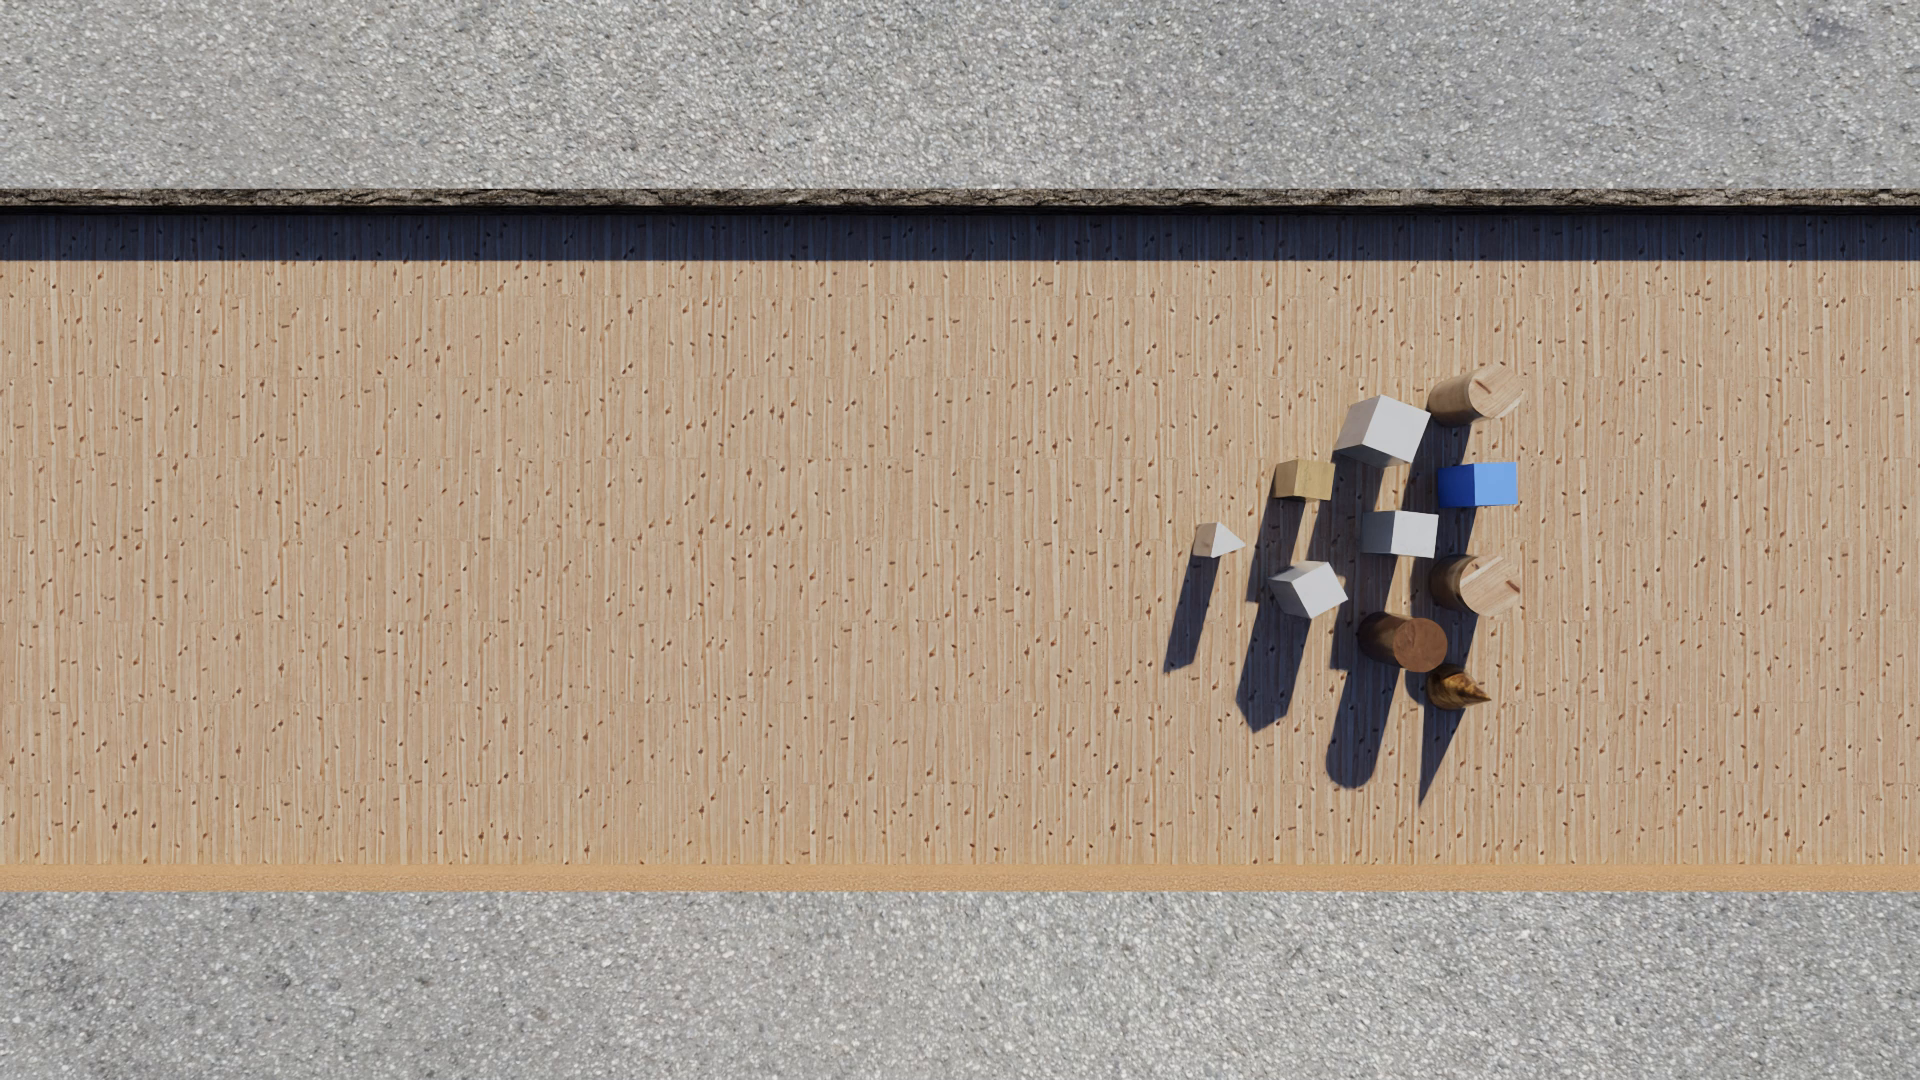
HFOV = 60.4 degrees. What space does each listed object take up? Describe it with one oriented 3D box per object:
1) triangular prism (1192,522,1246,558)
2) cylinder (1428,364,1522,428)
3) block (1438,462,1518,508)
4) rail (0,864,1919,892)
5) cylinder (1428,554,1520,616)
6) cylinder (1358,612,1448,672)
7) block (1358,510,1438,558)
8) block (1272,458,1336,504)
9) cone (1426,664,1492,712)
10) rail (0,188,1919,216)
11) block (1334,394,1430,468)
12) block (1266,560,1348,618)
[{"bbox_3d":[0.750,-0.010,4.885,0.102,0.383,0.089,-19,90,0],"label":"triangular prism"},{"bbox_3d":[1.515,-0.421,4.872,0.152,0.409,0.152,0,90,0],"label":"cylinder"},{"bbox_3d":[1.532,-0.161,4.895,0.121,0.362,0.121,-2,90,0],"label":"block"},{"bbox_3d":[-2.247,1.025,5.001,12.000,0.150,0.050,0,90,0],"label":"rail"},{"bbox_3d":[1.531,0.131,4.919,0.176,0.315,0.176,0,90,0],"label":"cylinder"},{"bbox_3d":[1.300,0.297,4.869,0.156,0.415,0.156,0,90,0],"label":"cylinder"},{"bbox_3d":[1.294,-0.017,4.886,0.123,0.381,0.123,6,90,0],"label":"block"},{"bbox_3d":[1.019,-0.174,4.908,0.106,0.337,0.106,8,90,0],"label":"block"},{"bbox_3d":[1.507,0.453,4.871,0.148,0.411,0.148,0,90,0],"label":"cone"},{"bbox_3d":[-2.247,-1.025,5.002,12.000,0.150,0.050,0,90,0],"label":"rail"},{"bbox_3d":[1.247,-0.318,4.894,0.152,0.366,0.152,21,90,0],"label":"block"},{"bbox_3d":[1.021,0.143,4.879,0.119,0.394,0.119,-28,90,0],"label":"block"}]
